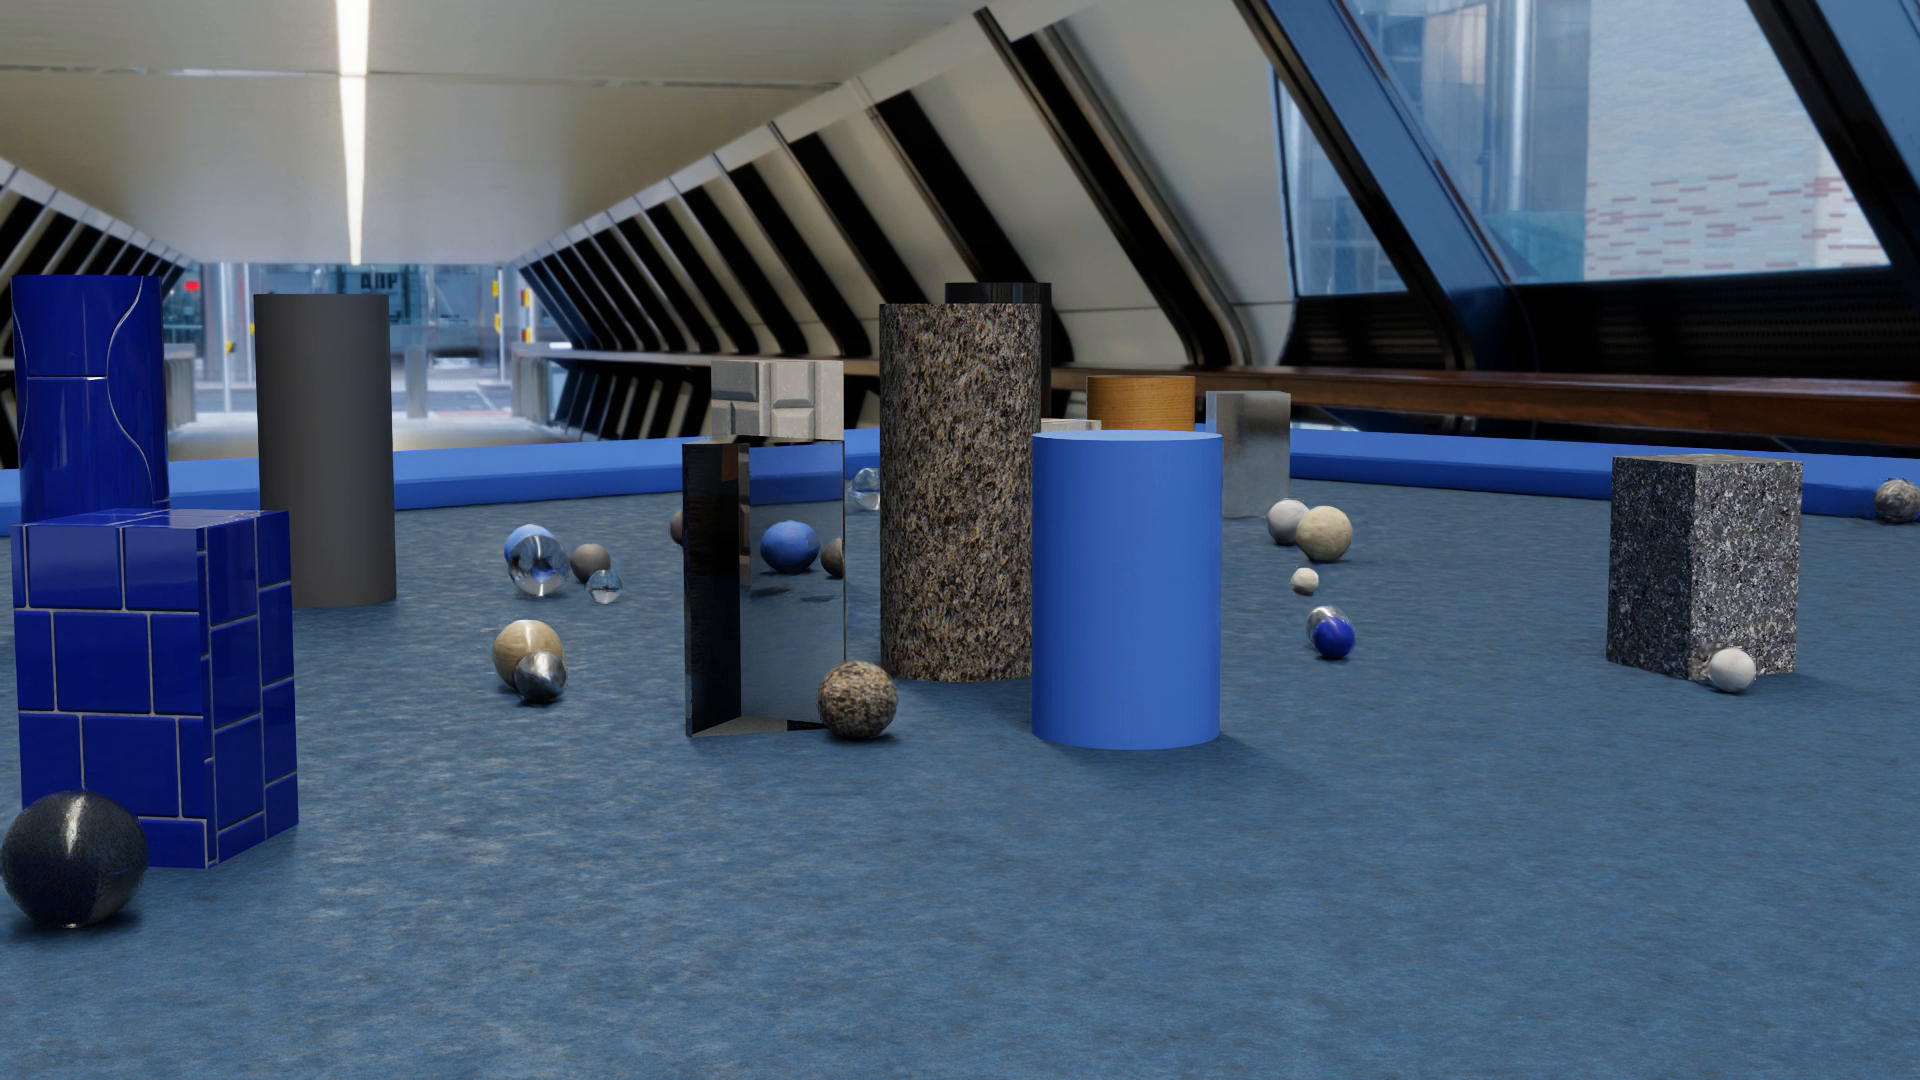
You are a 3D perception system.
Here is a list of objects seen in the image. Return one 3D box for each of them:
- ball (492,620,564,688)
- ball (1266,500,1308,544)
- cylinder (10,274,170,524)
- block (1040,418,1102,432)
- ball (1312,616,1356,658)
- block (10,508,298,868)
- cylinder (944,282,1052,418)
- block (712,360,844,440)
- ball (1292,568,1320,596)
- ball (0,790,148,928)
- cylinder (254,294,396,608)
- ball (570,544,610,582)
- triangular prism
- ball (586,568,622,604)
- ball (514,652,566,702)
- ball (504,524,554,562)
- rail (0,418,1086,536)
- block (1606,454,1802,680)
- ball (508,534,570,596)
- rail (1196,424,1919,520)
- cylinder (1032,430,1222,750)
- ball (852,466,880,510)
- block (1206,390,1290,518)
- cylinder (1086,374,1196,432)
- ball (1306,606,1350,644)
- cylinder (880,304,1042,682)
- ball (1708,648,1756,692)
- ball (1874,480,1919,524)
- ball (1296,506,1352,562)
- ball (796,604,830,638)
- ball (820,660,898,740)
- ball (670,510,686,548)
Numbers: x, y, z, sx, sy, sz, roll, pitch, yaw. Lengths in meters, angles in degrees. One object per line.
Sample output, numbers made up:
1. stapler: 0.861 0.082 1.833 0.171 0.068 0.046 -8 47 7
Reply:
1. ball: -0.510 0.135 2.596 0.083 0.083 0.083 0 6 0
2. ball: 0.629 -0.034 4.202 0.087 0.087 0.087 0 6 0
3. cylinder: -1.236 -0.128 3.138 0.200 0.494 0.200 0 6 0
4. block: 0.103 -0.042 3.345 0.160 0.279 0.160 4 7 36
5. ball: 0.481 0.125 2.827 0.054 0.054 0.054 0 6 0
6. block: -0.668 0.118 1.838 0.160 0.274 0.160 1 6 9
7. cylinder: 0.071 -0.232 4.121 0.200 0.497 0.200 0 6 0
8. block: -0.304 -0.117 3.662 0.160 0.362 0.160 -4 7 -35
9. ball: 0.542 0.065 3.454 0.044 0.044 0.044 0 6 0
10. ball: -0.643 0.231 1.595 0.099 0.099 0.099 0 6 0
11. cylinder: -0.977 -0.142 3.387 0.200 0.470 0.200 0 6 0
12. ball: -0.607 0.038 3.614 0.065 0.065 0.065 0 6 0
13. triangular prism: -0.229 0.043 2.390 0.173 0.308 0.150 -2 6 -19
14. ball: -0.543 0.071 3.359 0.053 0.053 0.053 0 6 0
15. ball: -0.479 0.156 2.510 0.058 0.058 0.058 0 6 0
16. ball: -0.719 0.018 3.687 0.089 0.089 0.089 0 6 0
17. rail: -1.378 -0.121 4.817 4.836 0.130 0.045 -5 8 -42
18. block: 0.929 0.029 2.751 0.160 0.261 0.160 -2 6 -20
19. ball: -0.659 0.040 3.442 0.097 0.097 0.097 0 6 0
20. rail: 1.760 -0.134 4.947 0.045 0.130 4.111 -5 8 -42
21. cylinder: 0.175 0.047 2.322 0.200 0.315 0.200 0 6 0
22. ball: -0.195 -0.115 4.924 0.098 0.098 0.098 0 6 0
23. block: 0.630 -0.190 4.828 0.160 0.268 0.160 0 6 -2
24. cylinder: 0.330 -0.136 4.026 0.200 0.326 0.200 0 6 0
25. ball: 0.486 0.115 2.908 0.058 0.058 0.058 0 6 0
26. cylinder: 0.000 -0.065 2.724 0.200 0.453 0.200 0 6 0
27. ball: 0.905 0.152 2.579 0.052 0.052 0.052 0 6 0
28. ball: 1.966 -0.080 4.614 0.092 0.092 0.092 0 6 0
29. ball: 0.649 -0.011 3.919 0.100 0.100 0.100 0 6 0
30. ball: -0.201 0.111 3.003 0.046 0.046 0.046 0 6 0
31. ball: -0.106 0.167 2.292 0.082 0.082 0.082 0 6 0
32. ball: -0.512 -0.022 4.155 0.073 0.073 0.073 0 6 0
